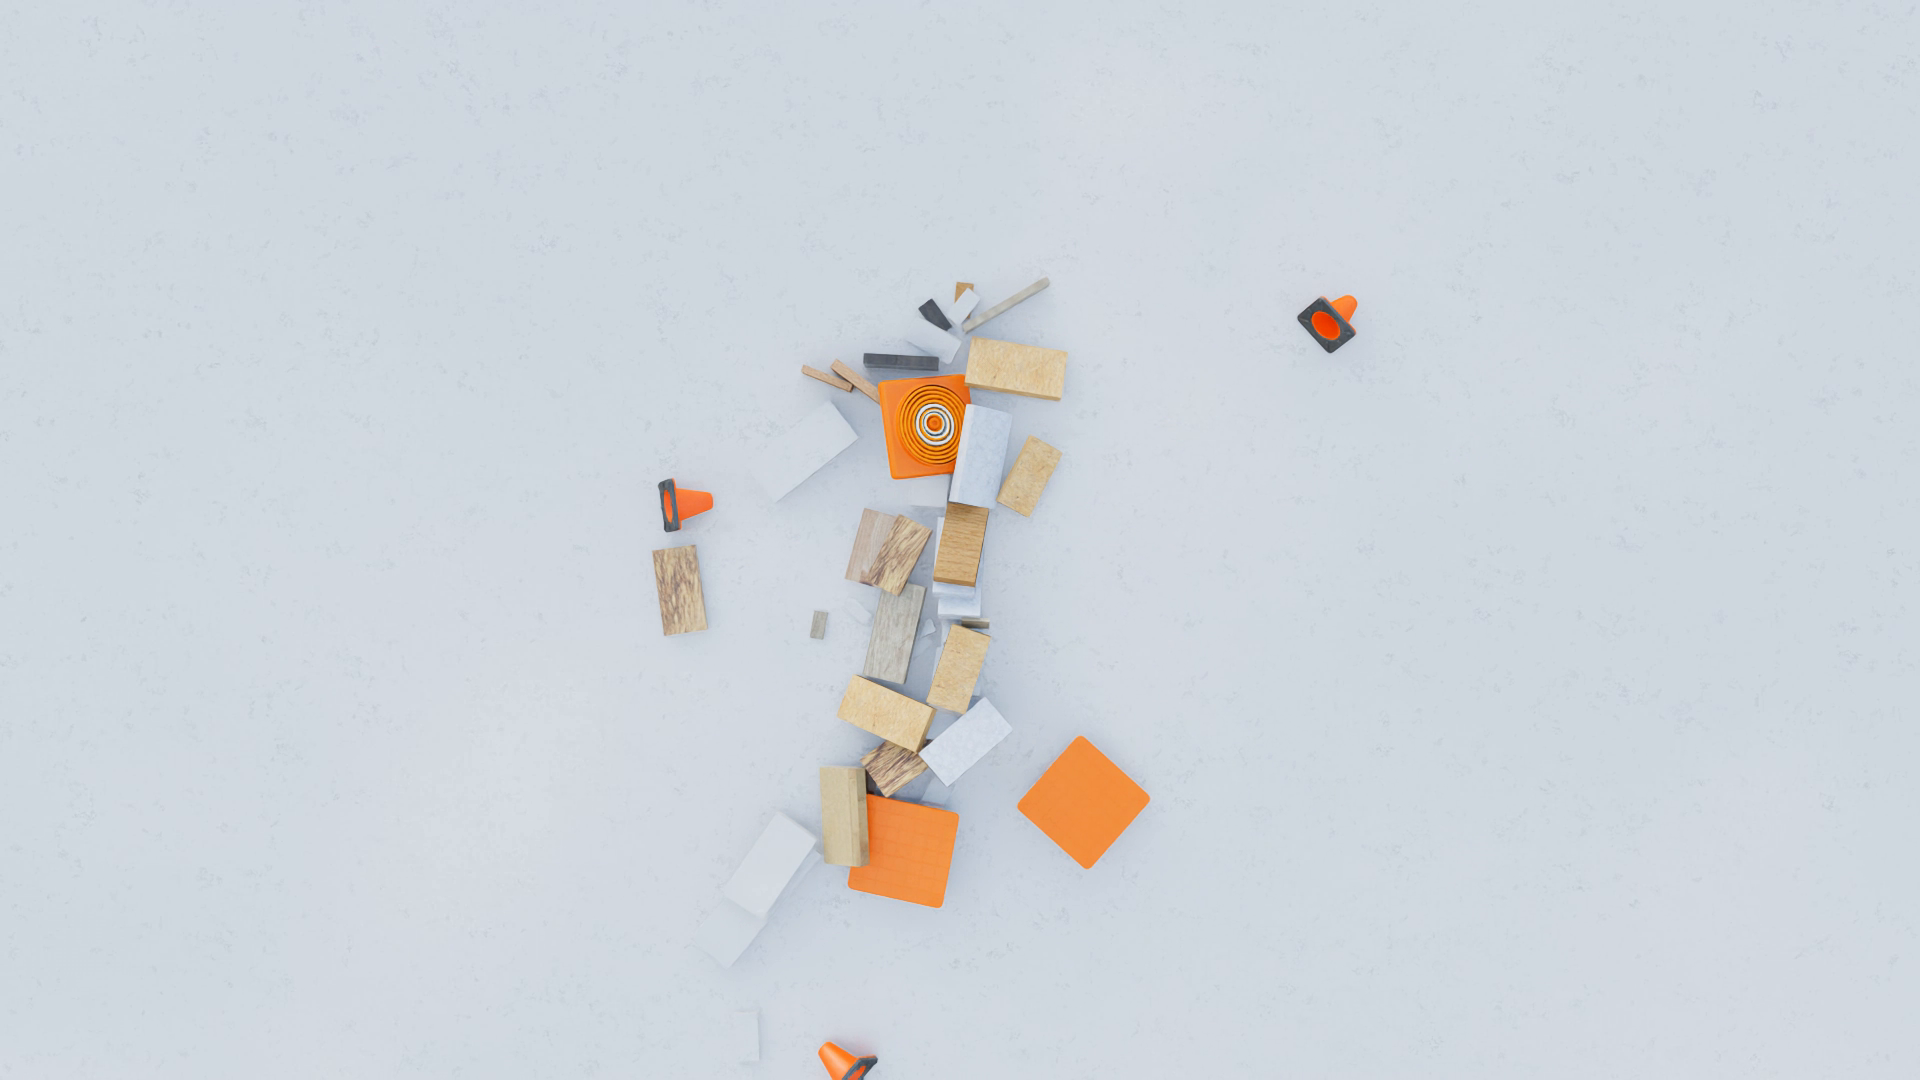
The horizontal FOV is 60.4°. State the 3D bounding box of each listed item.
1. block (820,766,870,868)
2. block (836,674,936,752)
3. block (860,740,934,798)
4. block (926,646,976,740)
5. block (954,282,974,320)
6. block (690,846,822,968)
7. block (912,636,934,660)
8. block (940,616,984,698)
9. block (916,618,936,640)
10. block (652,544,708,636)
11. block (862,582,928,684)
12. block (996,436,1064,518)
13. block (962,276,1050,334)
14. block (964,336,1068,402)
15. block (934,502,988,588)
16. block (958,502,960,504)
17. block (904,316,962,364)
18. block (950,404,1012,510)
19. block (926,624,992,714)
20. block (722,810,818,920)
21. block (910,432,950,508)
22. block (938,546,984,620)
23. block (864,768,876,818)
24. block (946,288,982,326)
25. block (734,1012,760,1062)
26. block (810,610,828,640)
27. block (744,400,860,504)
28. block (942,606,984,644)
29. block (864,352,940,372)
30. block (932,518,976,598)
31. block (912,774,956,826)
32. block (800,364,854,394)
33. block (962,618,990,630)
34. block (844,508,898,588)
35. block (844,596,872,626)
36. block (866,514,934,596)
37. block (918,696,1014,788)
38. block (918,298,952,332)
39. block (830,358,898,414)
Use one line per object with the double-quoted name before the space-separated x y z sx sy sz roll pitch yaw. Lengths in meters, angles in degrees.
"block" -0.381 0.908 5.434 0.160 0.045 0.320 -3 90 37
"block" -0.242 0.569 5.422 0.305 0.043 0.153 21 88 21
"block" -0.162 0.700 5.442 0.305 0.043 0.153 -35 80 -9
"block" -0.024 0.516 5.445 0.153 0.043 0.305 9 77 0
"block" 0.011 -0.797 5.492 0.058 0.016 0.116 6 90 0
"block" -0.674 1.182 5.477 0.160 0.045 0.488 39 90 0
"block" -0.135 0.354 5.494 0.092 0.013 0.046 -43 90 0
"block" 0.003 0.380 5.435 0.133 0.038 0.266 3 77 -1
"block" -0.128 0.300 5.481 0.092 0.013 0.046 -24 76 9
"block" -0.930 0.167 5.480 0.143 0.040 0.285 -8 90 0
"block" -0.215 0.300 5.467 0.143 0.040 0.329 13 90 11
"block" 0.229 -0.211 5.463 0.122 0.035 0.245 28 90 -20
"block" 0.151 -0.776 5.457 0.322 0.087 0.025 -30 90 0
"block" 0.185 -0.566 5.457 0.322 0.046 0.161 9 78 -1
"block" 0.004 0.014 5.389 0.137 0.039 0.274 8 64 6
"block" 0.029 -0.092 5.493 0.092 0.013 0.046 16 90 0
"block" -0.089 -0.664 5.476 0.174 0.025 0.087 30 106 0
"block" 0.069 -0.273 5.434 0.161 0.046 0.322 10 90 -37
"block" -0.005 0.418 5.360 0.133 0.038 0.266 18 94 -1
"block" -0.626 1.070 5.432 0.160 0.045 0.319 35 90 0
"block" -0.099 -0.234 5.483 0.123 0.035 0.246 4 90 0
"block" 0.005 0.128 5.418 0.137 0.039 0.274 3 63 3
"block" -0.324 0.840 5.489 0.079 0.022 0.158 12 90 0
"block" 0.012 -0.773 5.475 0.058 0.016 0.116 39 90 0
"block" -0.709 1.651 5.489 0.079 0.022 0.157 -2 90 0
"block" -0.470 0.284 5.493 0.046 0.013 0.092 10 90 0
"block" -0.523 -0.293 5.477 0.354 0.046 0.161 -38 90 0
"block" 0.005 0.211 5.436 0.133 0.038 0.266 -3 70 0
"block" -0.193 -0.586 5.439 0.246 0.123 0.035 3 90 0
"block" -0.012 0.058 5.411 0.137 0.039 0.274 2 63 3
"block" -0.086 0.865 5.489 0.079 0.022 0.158 29 90 0
"block" -0.438 -0.533 5.457 0.174 0.087 0.025 22 90 0
"block" 0.050 0.270 5.368 0.092 0.046 0.013 3 56 2
"block" -0.292 0.027 5.483 0.122 0.035 0.245 16 90 0
"block" -0.341 0.236 5.493 0.092 0.013 0.046 42 90 0
"block" -0.200 0.050 5.438 0.122 0.035 0.245 27 90 9
"block" 0.019 0.659 5.371 0.285 0.040 0.143 -40 81 -10
"block" -0.083 -0.740 5.492 0.058 0.016 0.116 -36 90 0
"block" -0.315 -0.506 5.439 0.246 0.123 0.035 36 90 0
